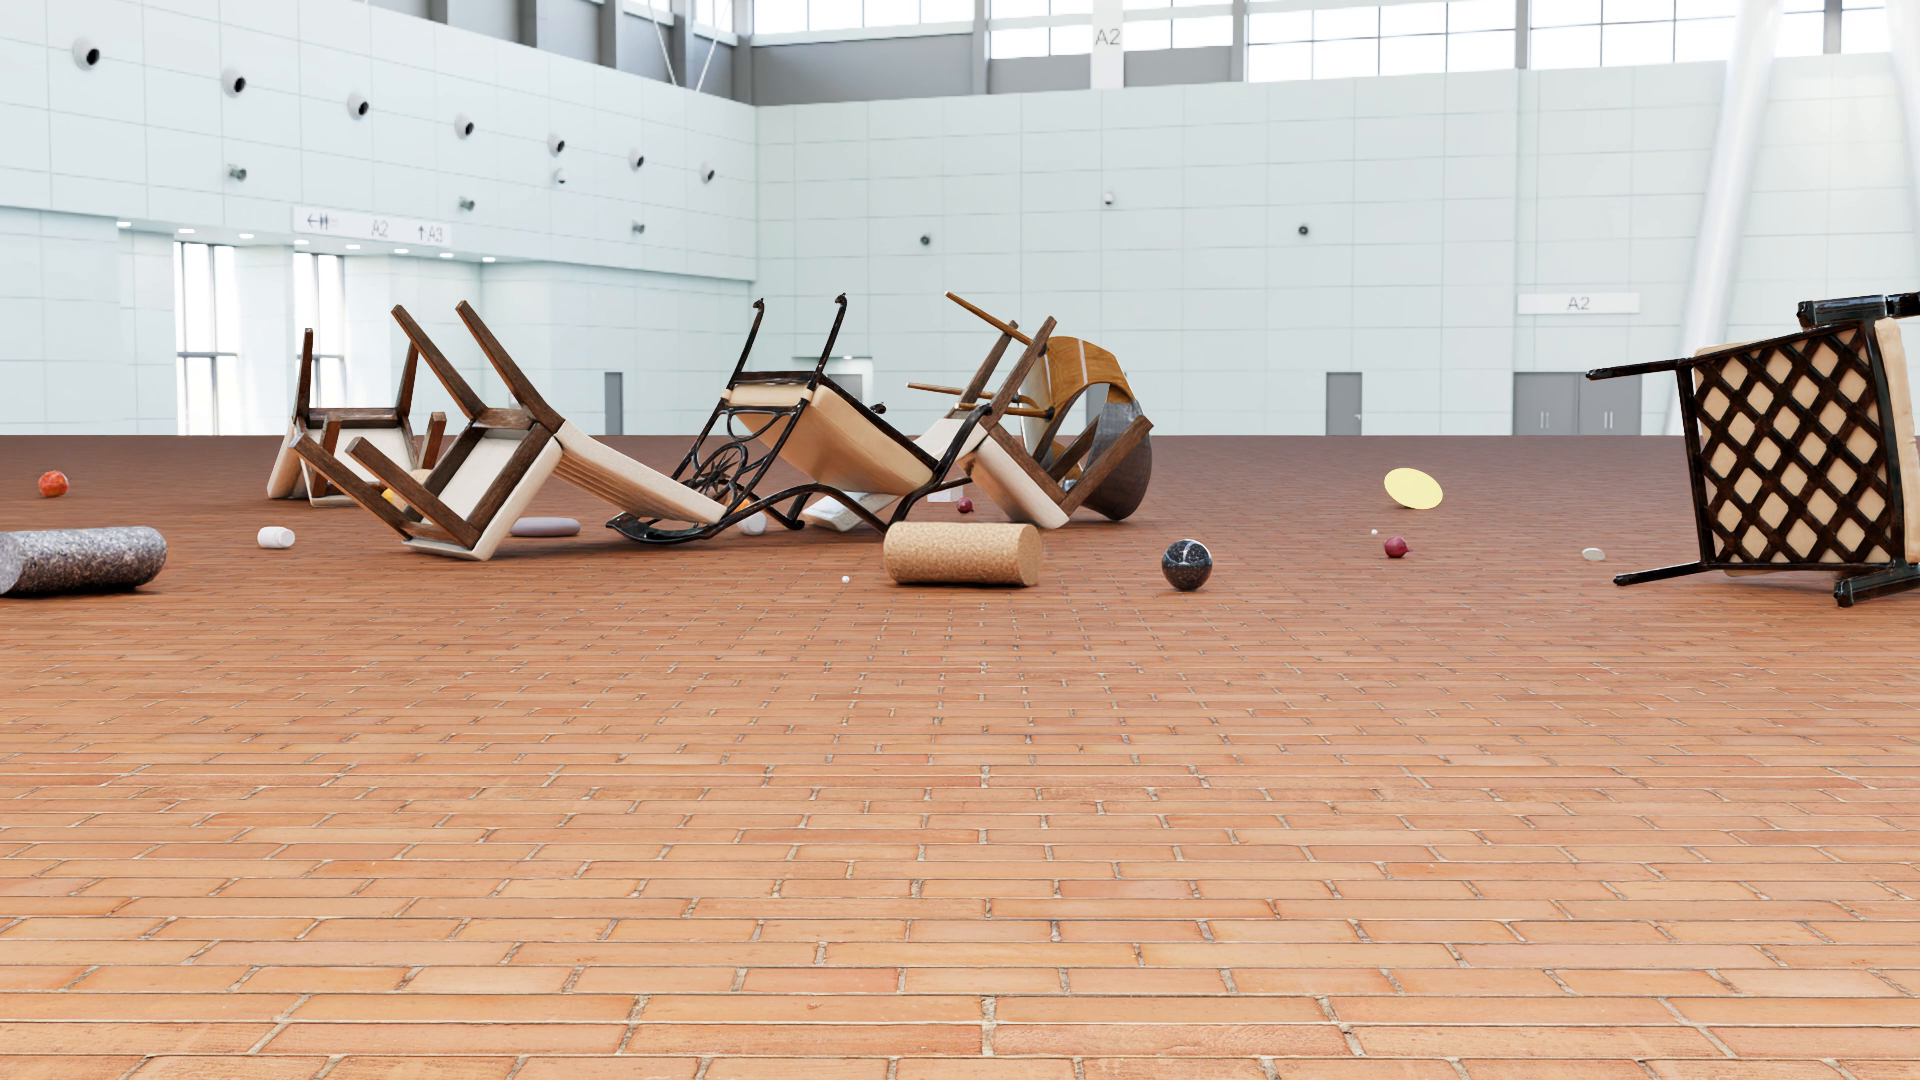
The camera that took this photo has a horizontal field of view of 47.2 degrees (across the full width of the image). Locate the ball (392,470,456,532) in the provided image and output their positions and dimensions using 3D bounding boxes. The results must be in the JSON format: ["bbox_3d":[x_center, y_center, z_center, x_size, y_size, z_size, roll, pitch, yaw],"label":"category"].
[{"bbox_3d":[-1.683,-0.124,6.912,0.197,0.197,0.197,0,4,0],"label":"ball"}]

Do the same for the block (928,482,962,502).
[{"bbox_3d":[-0.059,-0.194,8.835,0.096,0.073,0.156,1,4,19],"label":"block"}]

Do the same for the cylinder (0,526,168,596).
[{"bbox_3d":[-1.968,0.046,4.842,0.314,0.133,0.319,-4,-4,-45],"label":"cylinder"}]

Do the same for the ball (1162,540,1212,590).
[{"bbox_3d":[0.506,0.056,4.900,0.115,0.115,0.115,0,4,0],"label":"ball"}]

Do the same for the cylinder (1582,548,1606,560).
[{"bbox_3d":[1.664,0.038,5.776,0.055,0.030,0.056,4,5,12],"label":"cylinder"}]

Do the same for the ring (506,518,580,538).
[{"bbox_3d":[-1.274,-0.039,6.732,0.223,0.055,0.196,0,3,-9],"label":"ring"}]

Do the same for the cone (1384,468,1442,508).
[{"bbox_3d":[1.709,-0.161,8.358,0.223,0.094,0.233,17,42,5],"label":"cone"}]

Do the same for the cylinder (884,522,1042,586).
[{"bbox_3d":[0.010,0.032,5.041,0.312,0.141,0.235,1,-3,16],"label":"cylinder"}]
